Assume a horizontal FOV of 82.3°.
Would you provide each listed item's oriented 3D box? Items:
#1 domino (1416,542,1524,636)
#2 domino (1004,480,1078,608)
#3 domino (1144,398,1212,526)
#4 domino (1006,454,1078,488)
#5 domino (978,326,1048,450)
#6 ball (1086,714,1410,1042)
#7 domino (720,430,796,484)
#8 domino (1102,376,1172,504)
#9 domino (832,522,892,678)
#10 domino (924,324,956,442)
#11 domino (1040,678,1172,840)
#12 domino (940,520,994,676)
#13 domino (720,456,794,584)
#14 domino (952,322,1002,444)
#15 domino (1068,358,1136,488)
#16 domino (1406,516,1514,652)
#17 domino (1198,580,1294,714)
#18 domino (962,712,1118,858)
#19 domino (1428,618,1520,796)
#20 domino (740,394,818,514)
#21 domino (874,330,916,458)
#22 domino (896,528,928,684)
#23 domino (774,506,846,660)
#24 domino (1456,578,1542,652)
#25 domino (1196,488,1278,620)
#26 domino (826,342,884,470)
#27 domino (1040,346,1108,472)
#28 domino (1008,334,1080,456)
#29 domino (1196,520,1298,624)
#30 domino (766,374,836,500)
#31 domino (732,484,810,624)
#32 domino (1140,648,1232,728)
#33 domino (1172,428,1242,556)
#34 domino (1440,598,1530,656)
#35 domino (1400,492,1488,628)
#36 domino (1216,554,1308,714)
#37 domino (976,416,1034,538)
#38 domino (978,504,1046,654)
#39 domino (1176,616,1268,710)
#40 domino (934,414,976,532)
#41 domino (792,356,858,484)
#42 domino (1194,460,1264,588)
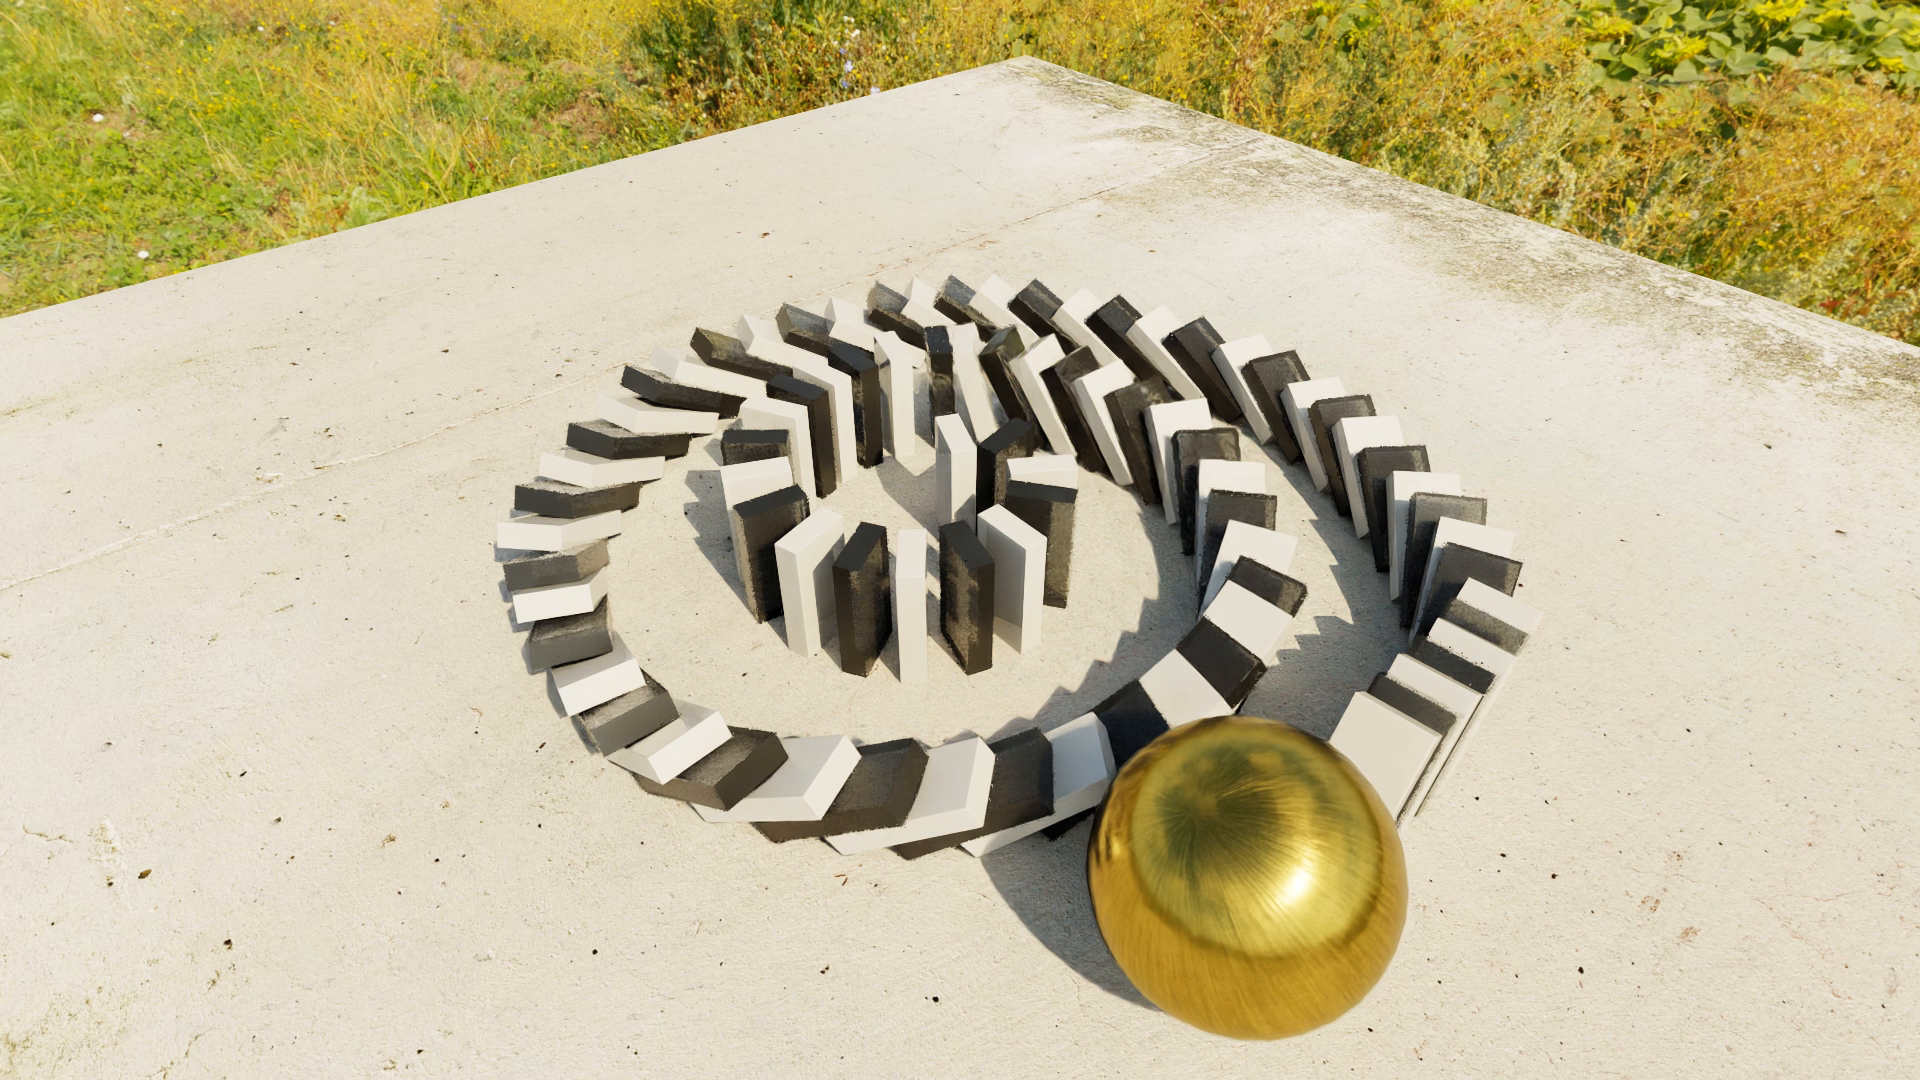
[{"bbox_3d":[0.175,0.028,0.384,0.025,0.009,0.050,18,84,19],"label":"domino"},{"bbox_3d":[0.029,0.002,0.409,0.025,0.050,0.009,9,40,10],"label":"domino"},{"bbox_3d":[0.095,-0.033,0.459,0.025,0.010,0.050,-9,81,-11],"label":"domino"},{"bbox_3d":[0.030,-0.009,0.422,0.025,0.050,0.009,-5,40,-6],"label":"domino"},{"bbox_3d":[0.027,-0.068,0.496,0.009,0.050,0.025,-11,30,33],"label":"domino"},{"bbox_3d":[0.073,0.085,0.284,0.080,0.080,0.080,0,39,0],"label":"ball"},{"bbox_3d":[-0.078,-0.020,0.436,0.025,0.050,0.010,0,39,-1],"label":"domino"},{"bbox_3d":[0.083,-0.043,0.470,0.025,0.009,0.050,-20,87,-23],"label":"domino"},{"bbox_3d":[-0.034,0.021,0.385,0.010,0.050,0.025,12,41,14],"label":"domino"},{"bbox_3d":[-0.009,-0.068,0.494,0.009,0.050,0.025,-6,40,-3],"label":"domino"},{"bbox_3d":[0.042,0.068,0.341,0.050,0.009,0.025,-36,43,6],"label":"domino"},{"bbox_3d":[0.002,0.021,0.386,0.009,0.050,0.025,-16,42,-18],"label":"domino"},{"bbox_3d":[-0.075,-0.007,0.420,0.025,0.050,0.010,-10,40,-12],"label":"domino"},{"bbox_3d":[0.008,-0.069,0.495,0.010,0.050,0.025,-10,38,11],"label":"domino"},{"bbox_3d":[0.070,-0.051,0.479,0.025,0.050,0.010,-29,5,-31],"label":"domino"},{"bbox_3d":[0.180,0.019,0.396,0.025,0.009,0.050,14,83,16],"label":"domino"},{"bbox_3d":[0.088,0.041,0.372,0.025,0.009,0.050,33,82,30],"label":"domino"},{"bbox_3d":[0.023,0.074,0.333,0.050,0.009,0.025,-28,37,16],"label":"domino"},{"bbox_3d":[0.153,0.053,0.350,0.025,0.050,0.010,31,12,32],"label":"domino"},{"bbox_3d":[-0.074,-0.034,0.453,0.025,0.050,0.010,14,41,17],"label":"domino"},{"bbox_3d":[-0.029,-0.064,0.490,0.010,0.050,0.025,-13,41,-16],"label":"domino"},{"bbox_3d":[-0.016,0.023,0.383,0.010,0.050,0.025,0,39,0],"label":"domino"},{"bbox_3d":[-0.052,0.016,0.392,0.009,0.050,0.025,23,45,25],"label":"domino"},{"bbox_3d":[0.171,0.041,0.370,0.025,0.009,0.050,31,89,32],"label":"domino"},{"bbox_3d":[0.104,0.007,0.415,0.025,0.010,0.050,7,73,9],"label":"domino"},{"bbox_3d":[-0.046,-0.059,0.483,0.010,0.050,0.025,-27,46,-29],"label":"domino"},{"bbox_3d":[0.057,-0.058,0.486,0.025,0.050,0.009,-35,11,-35],"label":"domino"},{"bbox_3d":[0.043,-0.064,0.492,0.010,0.050,0.025,-12,23,46],"label":"domino"},{"bbox_3d":[0.103,0.020,0.399,0.025,0.009,0.050,16,75,19],"label":"domino"},{"bbox_3d":[-0.067,-0.043,0.464,0.025,0.050,0.009,21,44,24],"label":"domino"},{"bbox_3d":[-0.067,0.006,0.405,0.025,0.050,0.009,-20,44,-23],"label":"domino"},{"bbox_3d":[0.058,0.061,0.350,0.050,0.010,0.025,-41,47,1],"label":"domino"},{"bbox_3d":[0.102,-0.020,0.445,0.025,0.010,0.050,-3,77,-3],"label":"domino"},{"bbox_3d":[0.161,0.047,0.359,0.025,0.050,0.010,31,9,32],"label":"domino"},{"bbox_3d":[0.179,0.009,0.408,0.025,0.009,0.050,7,82,8],"label":"domino"},{"bbox_3d":[0.097,0.033,0.383,0.025,0.009,0.050,28,80,29],"label":"domino"},{"bbox_3d":[0.018,-0.021,0.437,0.010,0.050,0.025,26,46,28],"label":"domino"},{"bbox_3d":[0.018,0.015,0.394,0.009,0.050,0.025,-28,47,-30],"label":"domino"},{"bbox_3d":[0.073,0.052,0.360,0.050,0.009,0.025,-47,52,-3],"label":"domino"},{"bbox_3d":[-0.002,-0.022,0.438,0.009,0.050,0.025,-10,40,-12],"label":"domino"},{"bbox_3d":[-0.058,-0.051,0.474,0.025,0.050,0.010,28,47,30],"label":"domino"},{"bbox_3d":[0.105,-0.006,0.430,0.025,0.010,0.050,4,74,5],"label":"domino"}]
